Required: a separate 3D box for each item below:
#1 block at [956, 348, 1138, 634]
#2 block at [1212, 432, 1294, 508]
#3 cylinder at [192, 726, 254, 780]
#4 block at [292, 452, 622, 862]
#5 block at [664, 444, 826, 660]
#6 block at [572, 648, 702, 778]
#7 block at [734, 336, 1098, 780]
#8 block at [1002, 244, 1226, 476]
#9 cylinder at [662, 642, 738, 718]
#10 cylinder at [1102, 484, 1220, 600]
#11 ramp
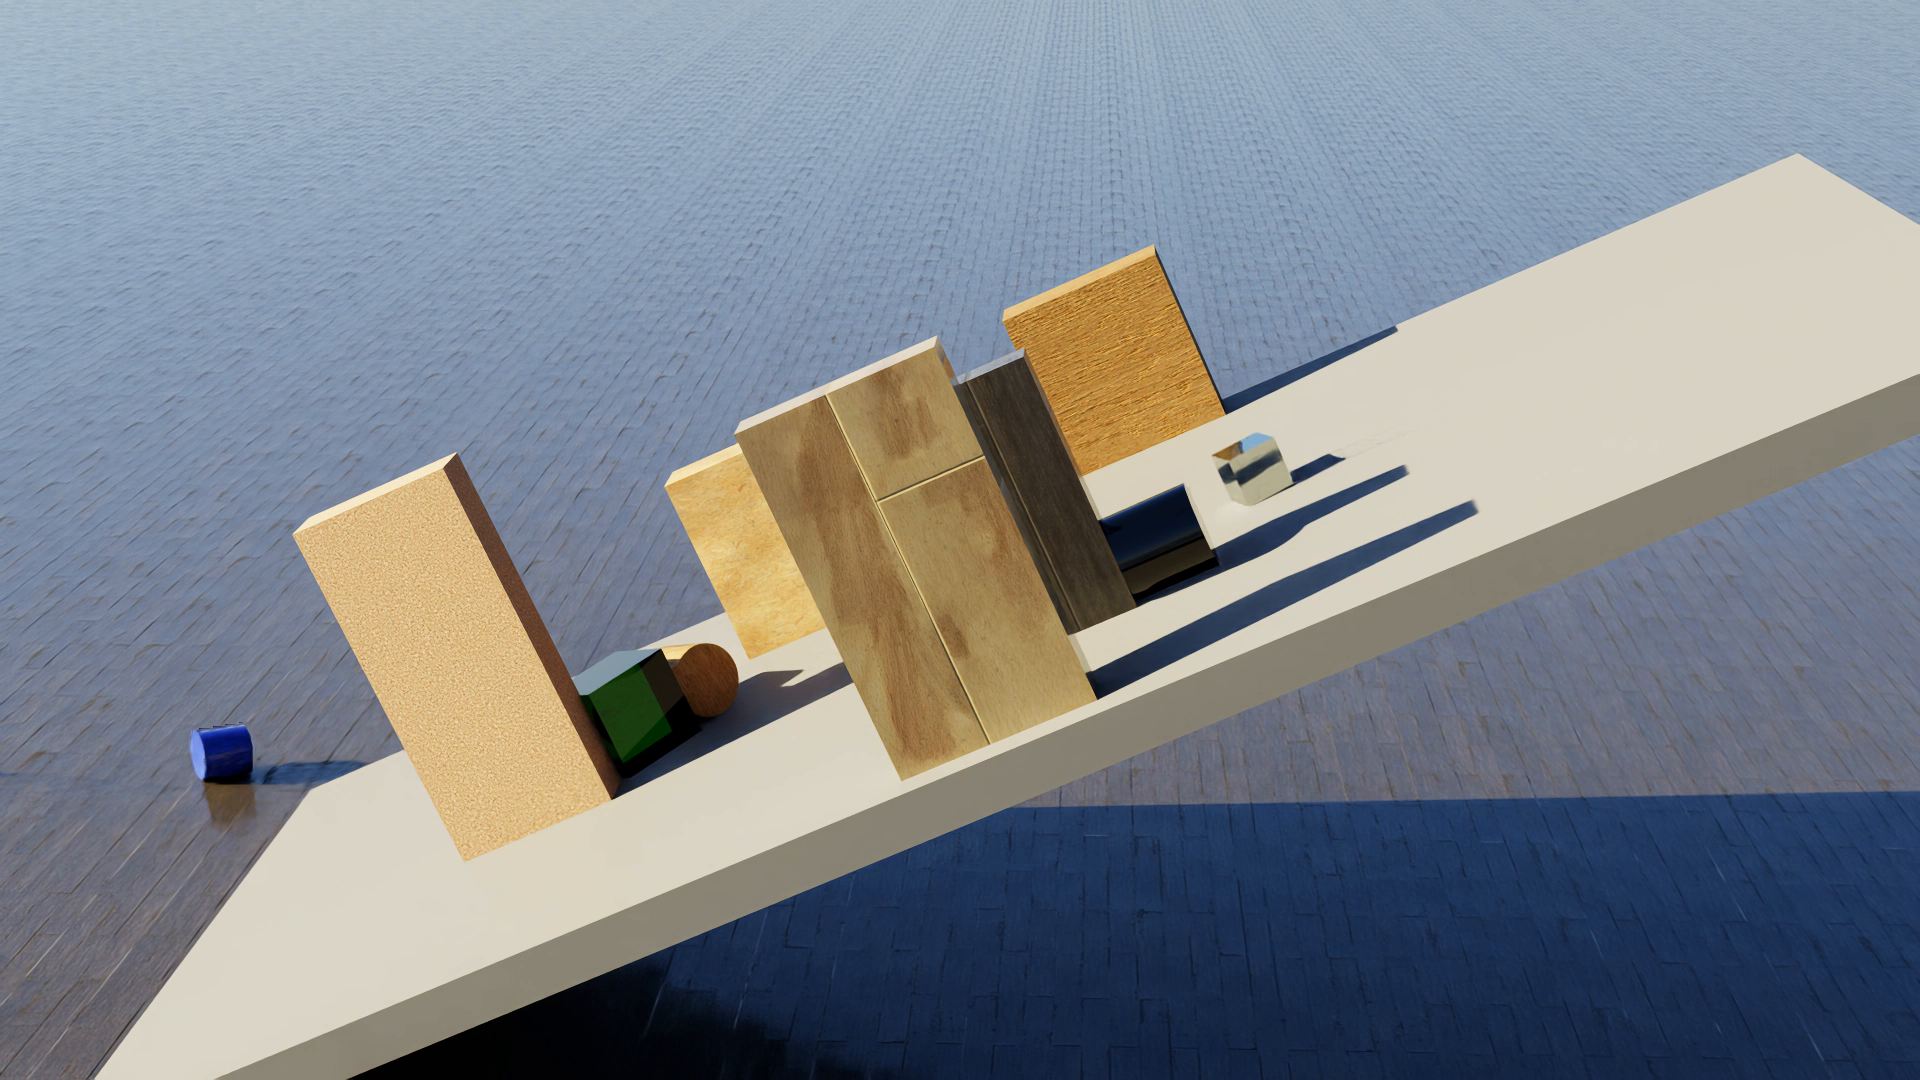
[{"bbox_3d":[0.109,-0.067,5.802,0.283,0.551,0.089,-23,13,9],"label":"block"},{"bbox_3d":[0.614,-0.148,6.179,0.110,0.110,0.110,-27,13,-9],"label":"block"},{"bbox_3d":[-1.977,0.570,7.882,0.129,0.129,0.129,-8,17,-30],"label":"cylinder"},{"bbox_3d":[-1.048,0.249,6.172,0.350,0.784,0.139,-23,13,9],"label":"block"},{"bbox_3d":[-0.435,0.000,6.777,0.310,0.451,0.138,-23,13,9],"label":"block"},{"bbox_3d":[-0.732,0.377,6.384,0.204,0.204,0.204,-33,15,-33],"label":"block"},{"bbox_3d":[-0.075,0.038,5.352,0.393,0.716,0.102,-23,13,9],"label":"block"},{"bbox_3d":[0.369,-0.426,7.039,0.392,0.422,0.141,-23,13,9],"label":"block"},{"bbox_3d":[-0.600,0.311,6.494,0.162,0.162,0.162,-11,3,-36],"label":"cylinder"},{"bbox_3d":[0.398,0.003,5.830,0.178,0.178,0.178,-24,13,8],"label":"cylinder"},{"bbox_3d":[0.133,0.170,6.284,4.000,0.100,2.000,-23,13,9],"label":"ramp"}]
